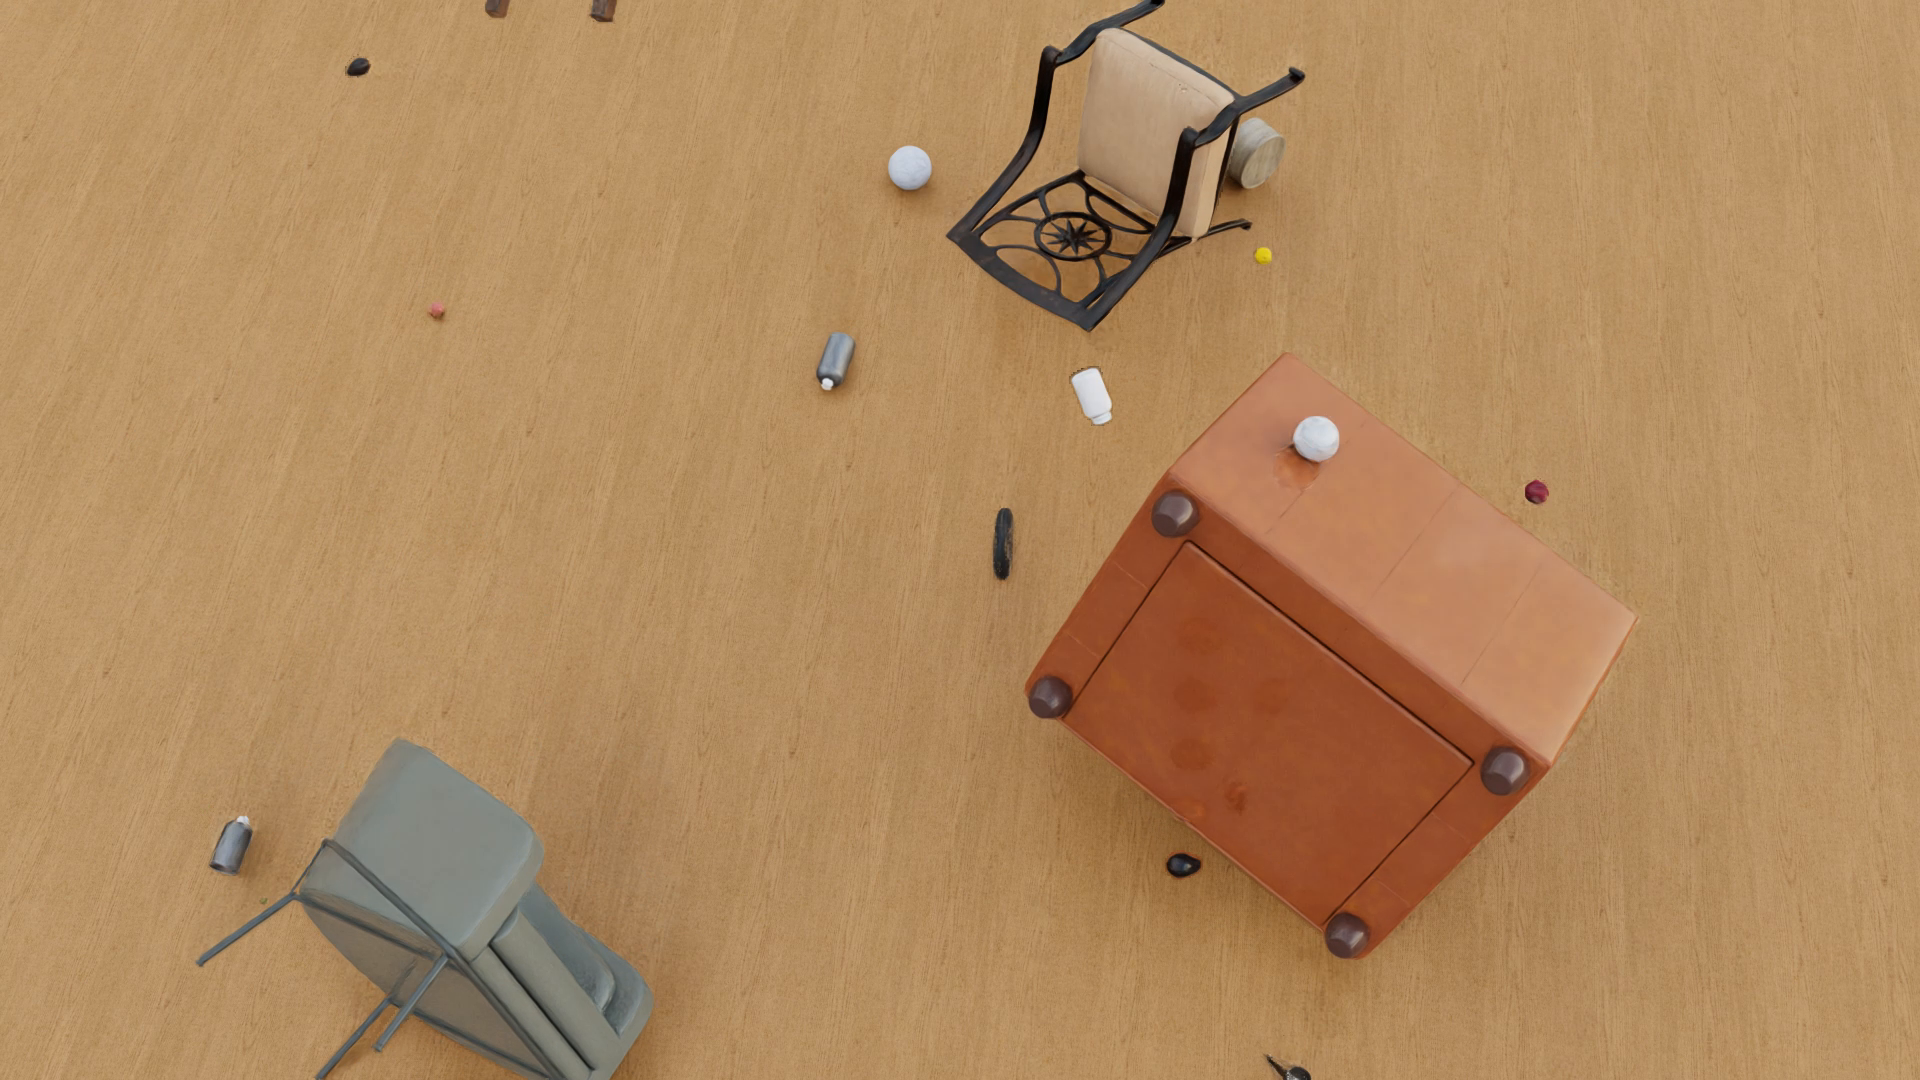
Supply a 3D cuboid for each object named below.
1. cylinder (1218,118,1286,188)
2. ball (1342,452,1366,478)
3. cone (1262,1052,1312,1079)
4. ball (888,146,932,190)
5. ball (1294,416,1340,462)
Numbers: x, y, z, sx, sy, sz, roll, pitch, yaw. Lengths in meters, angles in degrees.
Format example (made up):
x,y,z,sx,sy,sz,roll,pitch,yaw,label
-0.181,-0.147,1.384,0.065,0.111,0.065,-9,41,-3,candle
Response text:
x,y,z,sx,sy,sz,roll,pitch,yaw,label
0.972,-1.285,7.310,0.201,0.210,0.109,-28,60,-31,cylinder
1.198,-0.228,6.682,0.074,0.074,0.074,0,56,0,ball
0.819,1.349,5.632,0.073,0.134,0.146,-45,41,-10,cone
-0.166,-1.238,7.317,0.146,0.146,0.146,0,56,0,ball
0.869,-0.246,5.353,0.112,0.112,0.112,0,56,0,ball
